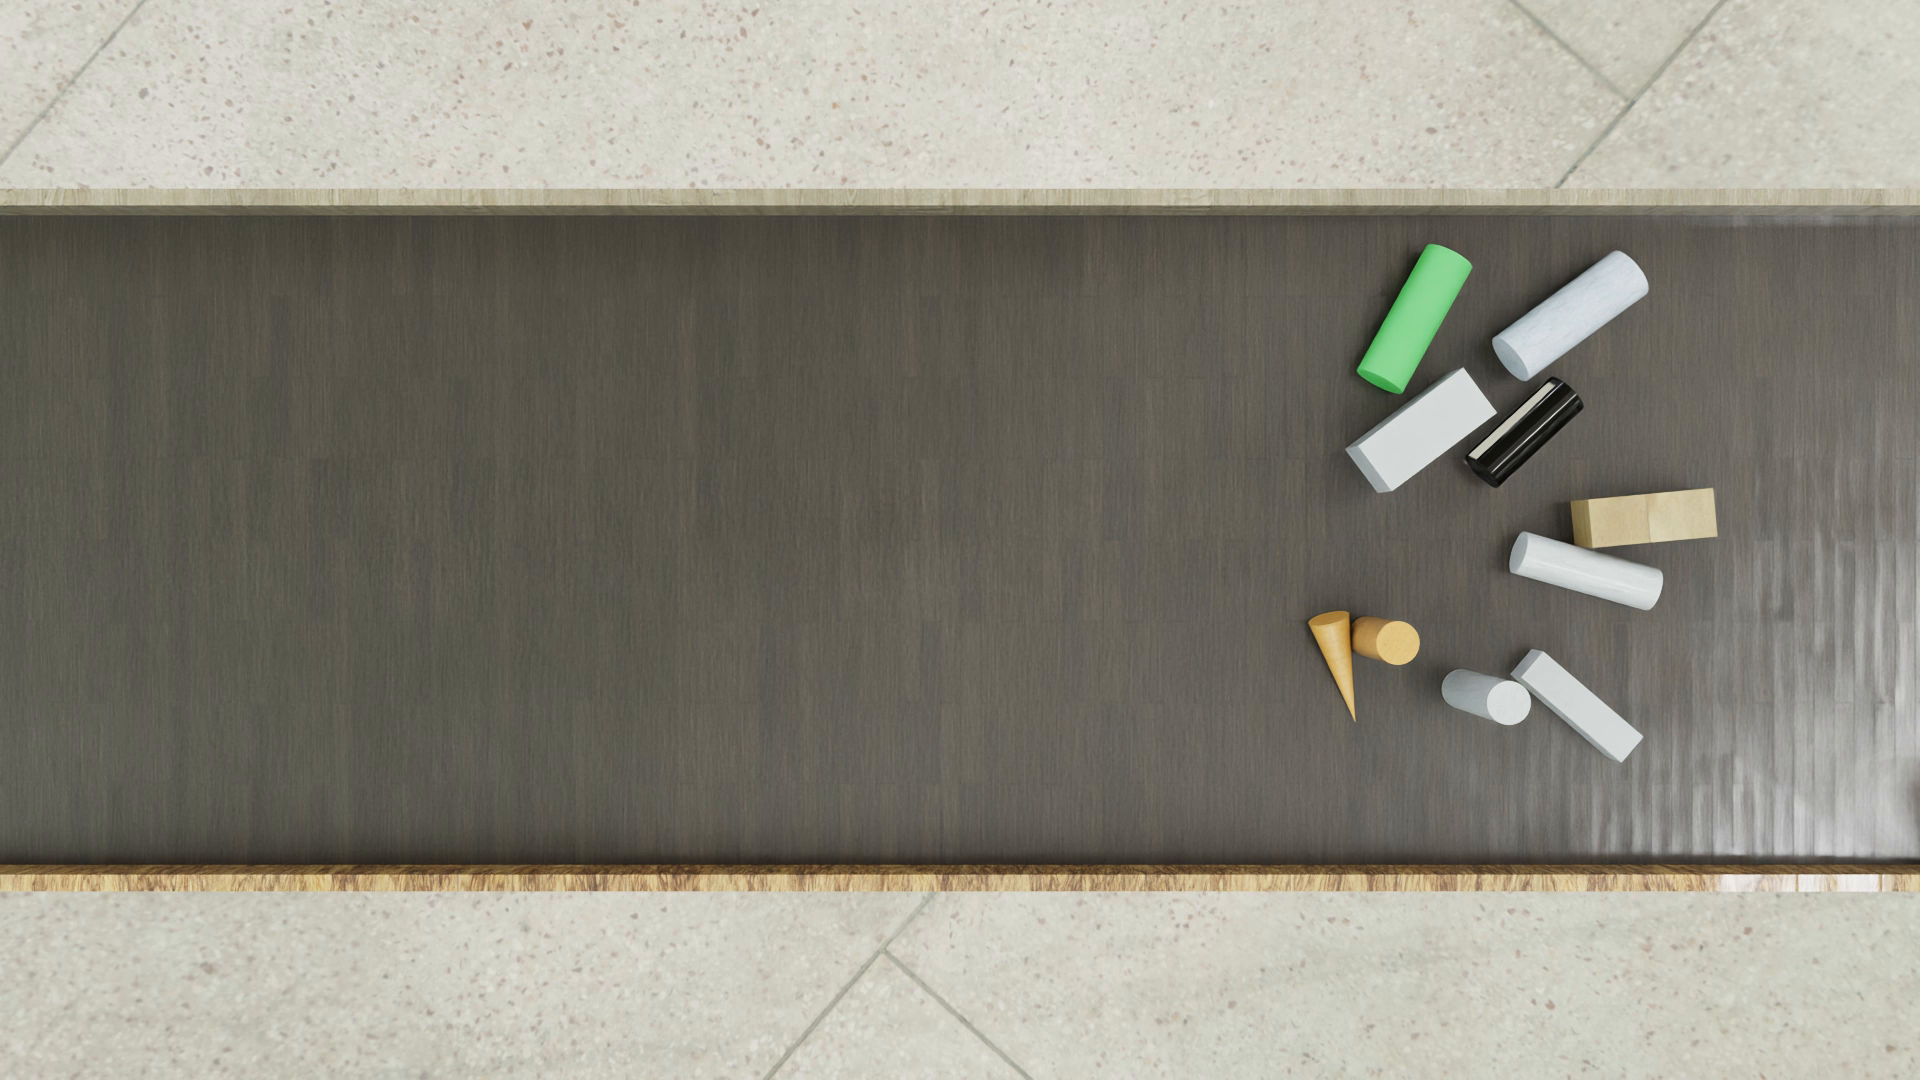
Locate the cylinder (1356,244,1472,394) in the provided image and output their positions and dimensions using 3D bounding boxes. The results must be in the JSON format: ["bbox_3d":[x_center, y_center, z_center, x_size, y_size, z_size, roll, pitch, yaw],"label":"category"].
[{"bbox_3d":[1.377,-0.669,5.000,0.153,0.153,0.432,29,90,0],"label":"cylinder"}]

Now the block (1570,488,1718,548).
[{"bbox_3d":[2.072,-0.066,5.004,0.374,0.145,0.145,-5,90,0],"label":"block"}]

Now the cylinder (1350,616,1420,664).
[{"bbox_3d":[1.257,0.297,4.912,0.126,0.326,0.126,0,90,-1],"label":"cylinder"}]

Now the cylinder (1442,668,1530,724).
[{"bbox_3d":[1.544,0.458,4.858,0.124,0.437,0.124,0,90,0],"label":"cylinder"}]

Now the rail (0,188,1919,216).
[{"bbox_3d":[-2.247,-1.025,5.002,12.000,0.150,0.050,0,90,0],"label":"rail"}]

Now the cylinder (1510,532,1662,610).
[{"bbox_3d":[1.900,0.094,5.011,0.421,0.132,0.132,16,90,0],"label":"cylinder"}]

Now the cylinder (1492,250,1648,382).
[{"bbox_3d":[1.846,-0.678,4.994,0.444,0.165,0.165,-36,90,0],"label":"cylinder"}]

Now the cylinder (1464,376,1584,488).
[{"bbox_3d":[1.712,-0.327,5.008,0.350,0.137,0.137,-43,90,0],"label":"cylinder"}]

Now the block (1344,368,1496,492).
[{"bbox_3d":[1.391,-0.329,4.992,0.390,0.169,0.169,-37,90,0],"label":"block"}]

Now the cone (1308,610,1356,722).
[{"bbox_3d":[1.169,0.400,5.046,0.125,0.125,0.344,-16,100,0],"label":"cone"}]

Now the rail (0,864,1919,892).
[{"bbox_3d":[-2.247,1.025,5.001,12.000,0.150,0.050,0,90,0],"label":"rail"}]

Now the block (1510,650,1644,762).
[{"bbox_3d":[1.877,0.504,5.025,0.397,0.103,0.103,40,90,0],"label":"block"}]
